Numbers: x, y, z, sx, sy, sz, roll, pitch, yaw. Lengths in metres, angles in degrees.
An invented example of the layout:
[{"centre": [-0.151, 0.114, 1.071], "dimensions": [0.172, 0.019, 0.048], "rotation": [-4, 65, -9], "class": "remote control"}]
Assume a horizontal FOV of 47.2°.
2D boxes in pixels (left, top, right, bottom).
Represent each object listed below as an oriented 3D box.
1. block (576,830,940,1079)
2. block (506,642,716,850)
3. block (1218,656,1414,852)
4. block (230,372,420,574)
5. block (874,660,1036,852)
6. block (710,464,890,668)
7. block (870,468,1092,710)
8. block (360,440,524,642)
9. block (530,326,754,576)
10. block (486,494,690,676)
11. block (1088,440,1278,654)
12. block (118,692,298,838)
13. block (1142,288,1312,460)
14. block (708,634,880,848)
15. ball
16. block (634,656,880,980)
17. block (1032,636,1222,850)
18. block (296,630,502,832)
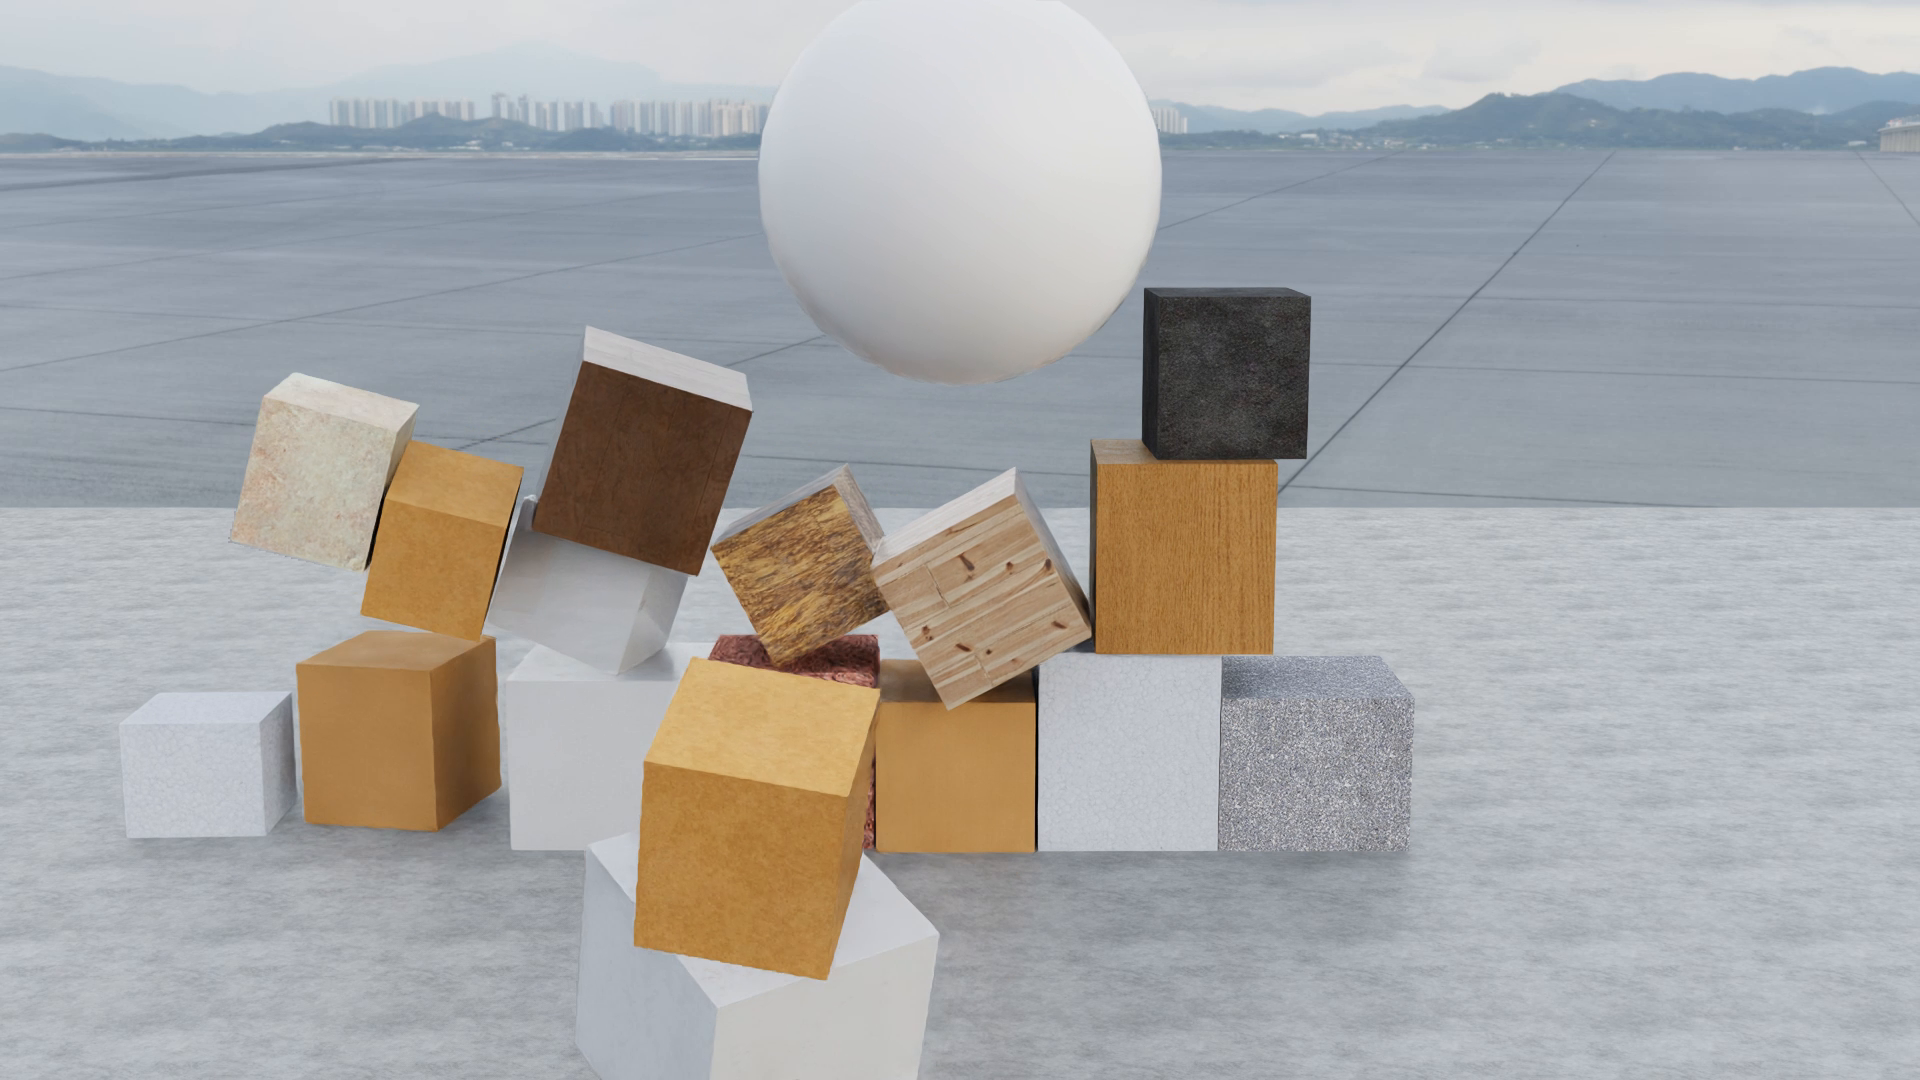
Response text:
[{"centre": [-0.726, 1.559, 7.620], "dimensions": [0.843, 0.888, 0.917], "rotation": [-12, 35, -33], "class": "block"}, {"centre": [-1.767, 1.050, 11.353], "dimensions": [0.960, 0.872, 0.843], "rotation": [0, 10, 0], "class": "block"}, {"centre": [1.770, 1.088, 11.386], "dimensions": [0.954, 0.785, 0.919], "rotation": [0, 10, 0], "class": "block"}, {"centre": [-3.085, -0.339, 10.735], "dimensions": [0.629, 0.714, 0.732], "rotation": [15, 12, -9], "class": "block"}, {"centre": [-0.024, 1.100, 11.363], "dimensions": [0.794, 0.771, 0.917], "rotation": [0, 10, 0], "class": "block"}, {"centre": [-0.752, 0.121, 11.195], "dimensions": [0.695, 0.689, 0.689], "rotation": [-27, 8, 7], "class": "block"}, {"centre": [0.113, 0.227, 10.926], "dimensions": [0.788, 0.789, 0.803], "rotation": [-28, 9, 7], "class": "block"}, {"centre": [-2.545, -0.001, 10.841], "dimensions": [0.578, 0.649, 0.677], "rotation": [14, 25, -10], "class": "block"}, {"centre": [-1.566, -0.447, 10.802], "dimensions": [0.829, 0.864, 0.759], "rotation": [16, 15, -13], "class": "block"}, {"centre": [-1.855, 0.176, 11.245], "dimensions": [0.732, 0.679, 0.682], "rotation": [22, 14, 9], "class": "block"}, {"centre": [1.110, 0.017, 11.150], "dimensions": [0.871, 0.943, 0.899], "rotation": [0, 10, 1], "class": "block"}, {"centre": [-3.913, 1.165, 11.491], "dimensions": [0.699, 0.597, 0.648], "rotation": [0, 10, -3], "class": "block"}, {"centre": [1.323, -0.847, 11.043], "dimensions": [0.736, 0.795, 0.692], "rotation": [0, 10, -2], "class": "block"}, {"centre": [-0.855, 1.027, 11.370], "dimensions": [0.846, 0.912, 0.831], "rotation": [0, 10, 0], "class": "block"}, {"centre": [0.000, -1.409, 8.697], "dimensions": [1.600, 1.600, 1.600], "rotation": [0, 10, 0], "class": "ball"}, {"centre": [-0.654, 0.898, 7.138], "dimensions": [0.634, 0.728, 0.614], "rotation": [10, 29, 3], "class": "block"}, {"centre": [0.837, 0.975, 11.358], "dimensions": [0.900, 1.018, 0.896], "rotation": [0, 10, 0], "class": "block"}, {"centre": [-2.966, 0.998, 11.693], "dimensions": [0.738, 0.852, 0.813], "rotation": [2, 11, 12], "class": "block"}]
